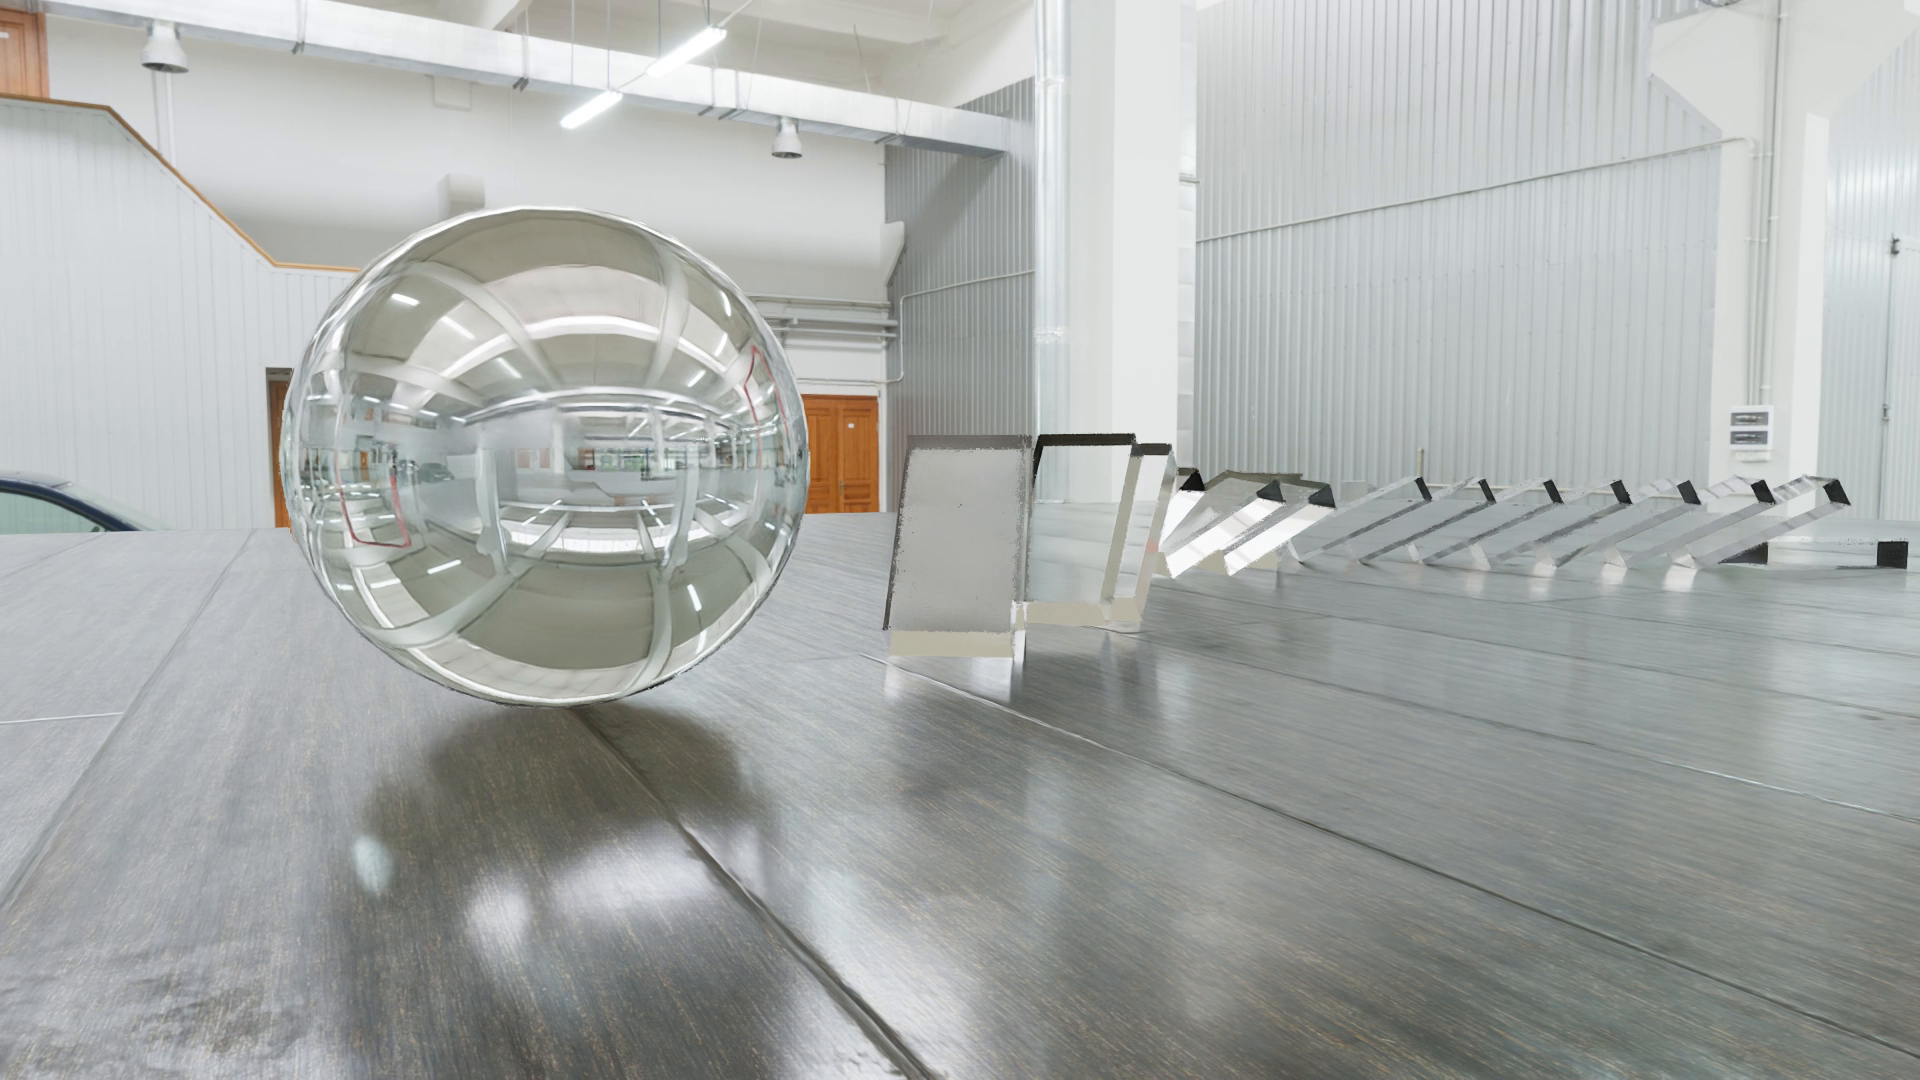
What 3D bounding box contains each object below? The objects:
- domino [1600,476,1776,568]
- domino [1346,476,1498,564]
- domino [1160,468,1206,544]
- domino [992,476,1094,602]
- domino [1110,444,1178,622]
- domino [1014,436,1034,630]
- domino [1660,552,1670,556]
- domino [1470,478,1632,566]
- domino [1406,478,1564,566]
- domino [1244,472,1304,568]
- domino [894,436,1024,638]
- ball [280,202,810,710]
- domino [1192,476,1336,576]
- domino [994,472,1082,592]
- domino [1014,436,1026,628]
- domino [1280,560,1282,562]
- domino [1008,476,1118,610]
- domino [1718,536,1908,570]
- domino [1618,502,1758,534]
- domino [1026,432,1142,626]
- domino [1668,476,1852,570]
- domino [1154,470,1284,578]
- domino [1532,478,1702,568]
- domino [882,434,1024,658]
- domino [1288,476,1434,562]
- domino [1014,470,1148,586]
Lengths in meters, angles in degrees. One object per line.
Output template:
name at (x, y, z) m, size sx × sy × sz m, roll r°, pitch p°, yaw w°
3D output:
domino at (0.250, -0.006, 0.443) m, size 0.050 × 0.009 × 0.025 m, roll -26°, pitch -1°, yaw 13°
domino at (0.164, -0.007, 0.461) m, size 0.050 × 0.010 × 0.025 m, roll -26°, pitch -1°, yaw 12°
domino at (0.056, -0.006, 0.418) m, size 0.025 × 0.009 × 0.050 m, roll 4°, pitch 38°, yaw 44°
domino at (0.023, -0.001, 0.365) m, size 0.025 × 0.009 × 0.050 m, roll 0°, pitch 34°, yaw -2°
domino at (0.037, -0.003, 0.323) m, size 0.025 × 0.050 × 0.009 m, roll 2°, pitch -39°, yaw 23°
domino at (0.004, -0.003, 0.305) m, size 0.025 × 0.050 × 0.009 m, roll 0°, pitch -36°, yaw 7°
domino at (0.282, 0.000, 0.511) m, size 0.025 × 0.009 × 0.050 m, roll 0°, pitch 4°, yaw 2°
domino at (0.206, -0.007, 0.451) m, size 0.050 × 0.010 × 0.025 m, roll -26°, pitch -1°, yaw 12°
domino at (0.185, -0.007, 0.456) m, size 0.050 × 0.009 × 0.025 m, roll -26°, pitch -1°, yaw 12°
domino at (0.106, -0.008, 0.459) m, size 0.025 × 0.009 × 0.050 m, roll 2°, pitch 33°, yaw 26°
domino at (0.001, -0.002, 0.293) m, size 0.025 × 0.050 × 0.009 m, roll 1°, pitch -36°, yaw 7°
ball at (-0.064, -0.013, 0.206) m, size 0.080 × 0.080 × 0.080 m, roll 0°, pitch 4°, yaw 0°
domino at (0.099, -0.006, 0.433) m, size 0.050 × 0.009 × 0.025 m, roll -29°, pitch 22°, yaw -23°
domino at (0.023, -0.003, 0.386) m, size 0.025 × 0.010 × 0.050 m, roll -1°, pitch 34°, yaw 2°
domino at (0.000, -0.001, 0.280) m, size 0.025 × 0.050 × 0.009 m, roll 1°, pitch -36°, yaw 7°
domino at (0.107, 0.001, 0.487) m, size 0.025 × 0.010 × 0.050 m, roll 1°, pitch 4°, yaw 10°
domino at (0.027, 0.000, 0.346) m, size 0.025 × 0.009 × 0.050 m, roll 0°, pitch 34°, yaw -1°
domino at (0.296, 0.004, 0.447) m, size 0.050 × 0.009 × 0.025 m, roll 0°, pitch 4°, yaw -4°
domino at (0.279, -0.009, 0.494) m, size 0.025 × 0.010 × 0.050 m, roll 0°, pitch 4°, yaw -1°
domino at (0.027, -0.003, 0.312) m, size 0.025 × 0.050 × 0.010 m, roll 1°, pitch -34°, yaw 23°
domino at (0.271, -0.006, 0.439) m, size 0.050 × 0.009 × 0.025 m, roll -26°, pitch 0°, yaw 13°
domino at (0.080, -0.006, 0.424) m, size 0.050 × 0.009 × 0.025 m, roll -31°, pitch 23°, yaw -21°
domino at (0.227, -0.006, 0.448) m, size 0.050 × 0.010 × 0.025 m, roll -26°, pitch -1°, yaw 11°
domino at (0.000, 0.000, 0.268) m, size 0.025 × 0.050 × 0.009 m, roll 1°, pitch -36°, yaw 7°
domino at (0.144, -0.008, 0.466) m, size 0.050 × 0.009 × 0.025 m, roll -26°, pitch -1°, yaw 9°
domino at (0.039, -0.005, 0.404) m, size 0.025 × 0.009 × 0.050 m, roll 2°, pitch 36°, yaw 29°
